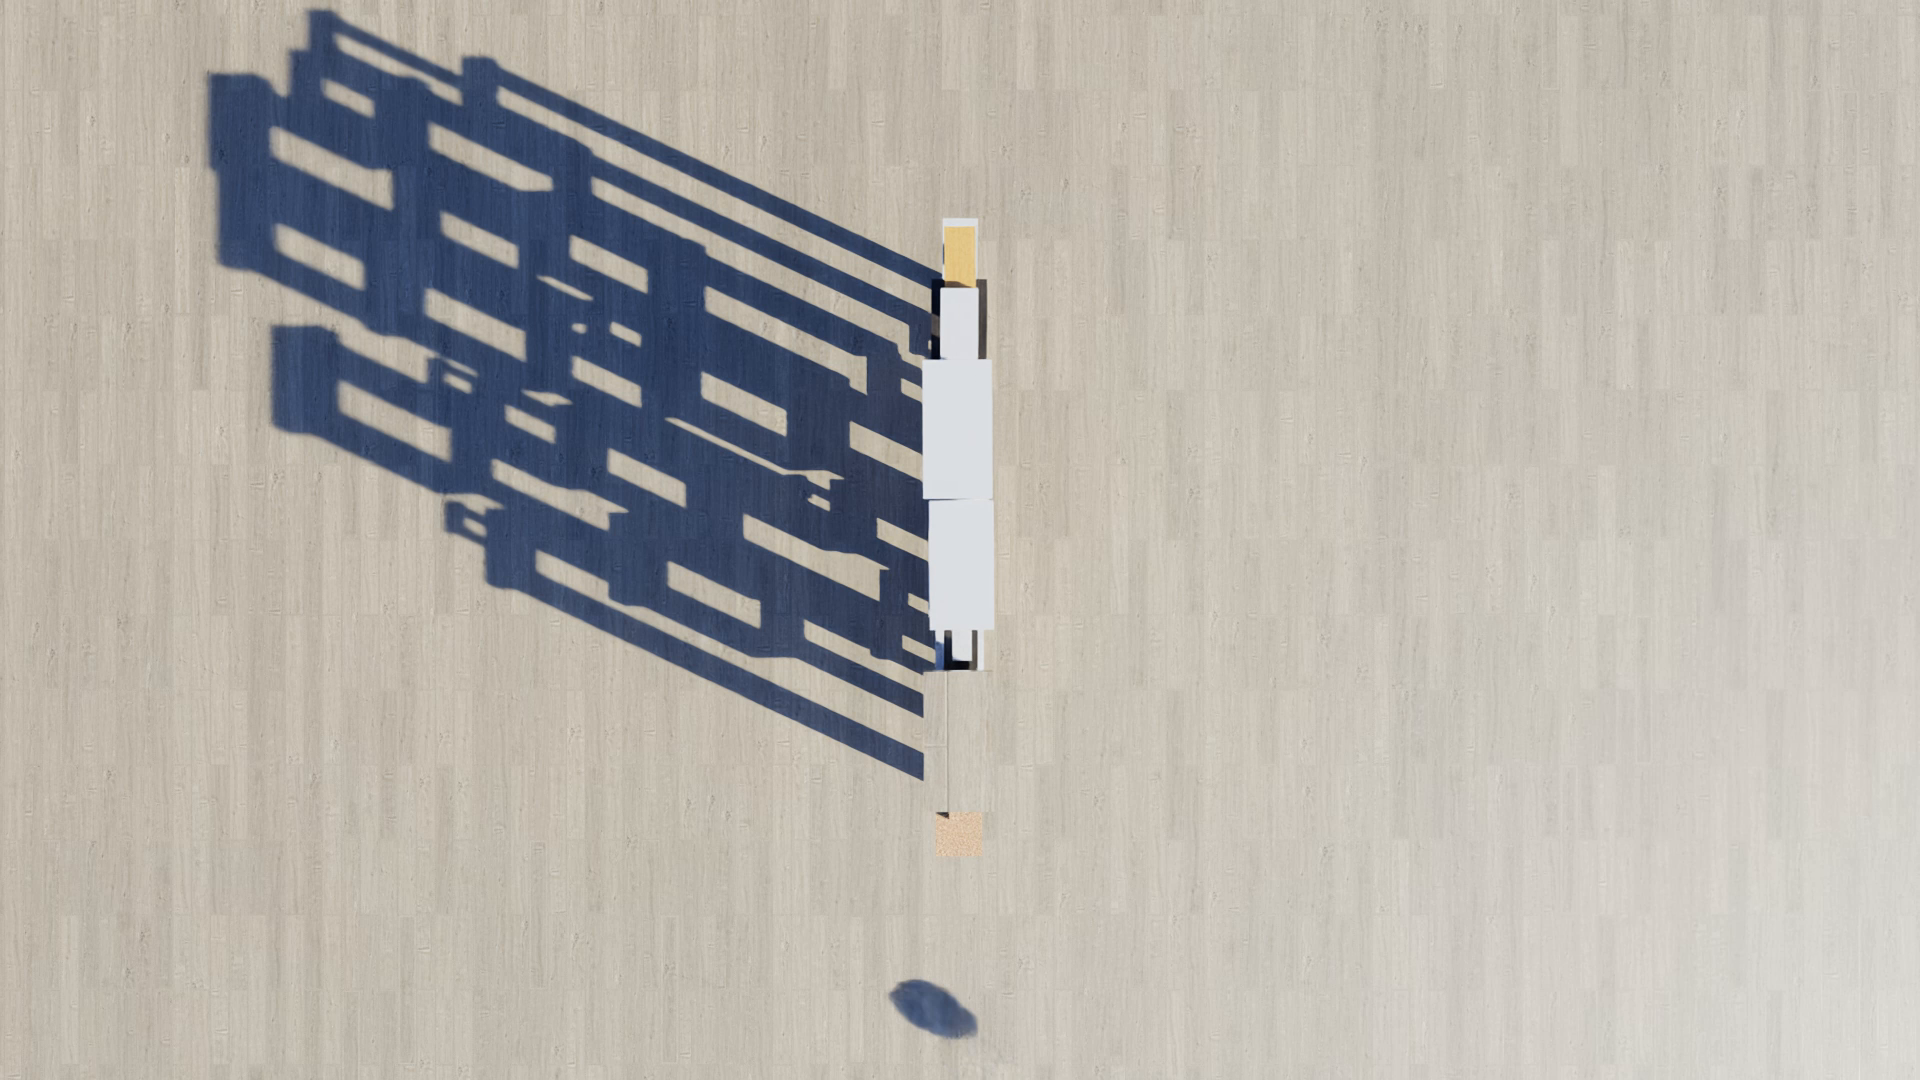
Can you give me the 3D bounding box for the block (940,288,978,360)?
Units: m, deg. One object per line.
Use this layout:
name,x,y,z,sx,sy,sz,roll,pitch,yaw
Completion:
block,-0.002,-0.519,4.008,0.092,0.026,0.184,0,90,0

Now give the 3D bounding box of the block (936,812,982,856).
block,-0.003,0.729,4.476,0.126,0.036,0.253,0,90,0

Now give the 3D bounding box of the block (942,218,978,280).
block,0.000,-0.763,4.402,0.093,0.026,0.186,0,90,0

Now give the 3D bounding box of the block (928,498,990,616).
block,-0.003,0.037,4.212,0.155,0.044,0.311,0,90,0

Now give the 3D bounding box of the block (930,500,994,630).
block,0.004,0.059,3.868,0.150,0.043,0.301,0,90,0

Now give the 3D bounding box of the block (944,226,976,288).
block,0.000,-0.690,4.041,0.076,0.022,0.152,0,90,0

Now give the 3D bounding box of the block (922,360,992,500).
block,-0.006,-0.258,3.858,0.162,0.046,0.323,0,90,0

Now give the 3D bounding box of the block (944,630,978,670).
block,0.002,0.286,4.422,0.090,0.026,0.181,0,90,0

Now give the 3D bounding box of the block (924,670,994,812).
block,-0.003,0.487,4.006,0.169,0.048,0.338,0,90,0

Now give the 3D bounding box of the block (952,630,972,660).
block,0.005,0.263,4.301,0.050,0.014,0.101,0,90,0

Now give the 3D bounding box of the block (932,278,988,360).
block,-0.002,-0.523,4.224,0.142,0.040,0.284,0,90,0

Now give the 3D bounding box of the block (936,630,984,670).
block,0.000,0.281,4.634,0.134,0.038,0.267,0,90,0

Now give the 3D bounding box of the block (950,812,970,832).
block,-0.002,0.714,4.346,0.052,0.015,0.104,0,90,0
